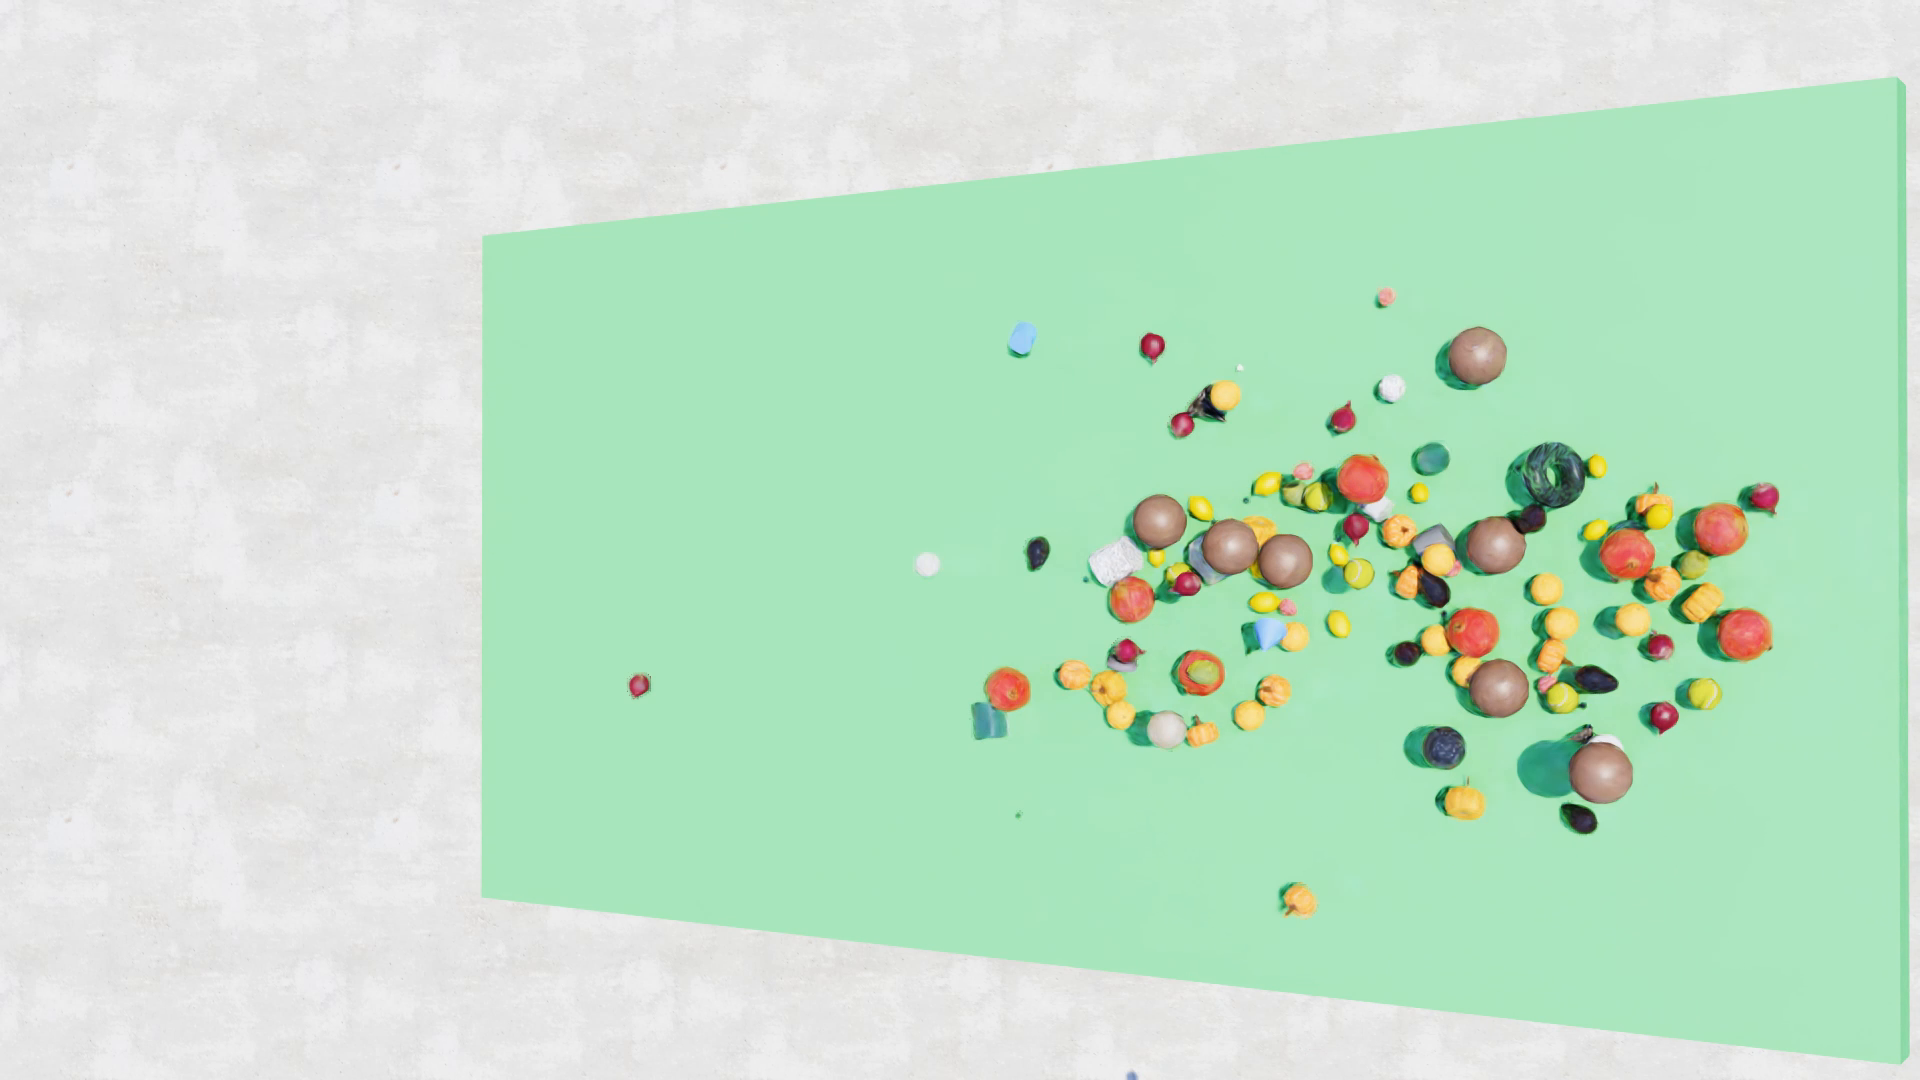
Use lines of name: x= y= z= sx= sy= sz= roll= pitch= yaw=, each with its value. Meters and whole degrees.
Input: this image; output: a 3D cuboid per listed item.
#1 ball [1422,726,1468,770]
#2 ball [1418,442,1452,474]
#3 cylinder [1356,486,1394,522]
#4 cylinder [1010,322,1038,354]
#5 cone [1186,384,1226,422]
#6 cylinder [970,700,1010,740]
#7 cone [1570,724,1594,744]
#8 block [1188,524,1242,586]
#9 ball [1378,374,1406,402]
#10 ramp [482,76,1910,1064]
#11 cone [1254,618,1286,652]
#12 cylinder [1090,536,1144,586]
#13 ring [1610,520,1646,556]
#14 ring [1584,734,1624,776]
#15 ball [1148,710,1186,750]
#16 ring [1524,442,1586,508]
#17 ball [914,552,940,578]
ball: x=1.068 y=0.459 z=4.850 sx=0.099 sy=0.099 sz=0.099 roll=0 pitch=90 yaw=0
ball: x=1.068 y=-0.185 z=4.952 sx=0.075 sy=0.075 sz=0.075 roll=0 pitch=90 yaw=0
cylinder: x=0.952 y=-0.081 z=5.036 sx=0.060 sy=0.060 sz=0.060 roll=-48 pitch=64 yaw=0
cylinder: x=0.159 y=-0.508 z=5.522 sx=0.059 sy=0.059 sz=0.059 roll=9 pitch=126 yaw=13
cone: x=0.606 y=-0.310 z=5.262 sx=0.090 sy=0.090 sz=0.090 roll=42 pitch=90 yaw=9
cylinder: x=0.078 y=0.458 z=5.584 sx=0.092 sy=0.092 sz=0.092 roll=-6 pitch=84 yaw=0
cone: x=1.344 y=0.427 z=4.759 sx=0.053 sy=0.053 sz=0.053 roll=-11 pitch=90 yaw=15
block: x=0.605 y=0.037 z=5.225 sx=0.088 sy=0.088 sz=0.088 roll=-34 pitch=66 yaw=-13
ball: x=0.985 y=-0.346 z=5.015 sx=0.063 sy=0.063 sz=0.063 roll=0 pitch=90 yaw=0
ramp: x=0.255 y=0.070 z=5.588 sx=4.000 sy=0.100 sz=2.000 roll=0 pitch=89 yaw=33
cone: x=0.702 y=0.232 z=5.030 sx=0.077 sy=0.077 sz=0.077 roll=24 pitch=49 yaw=0
cylinder: x=0.383 y=0.051 z=5.388 sx=0.094 sy=0.094 sz=0.094 roll=-30 pitch=90 yaw=30
ring: x=1.437 y=-0.004 z=4.735 sx=0.080 sy=0.027 sz=0.080 roll=2 pitch=94 yaw=32
ring: x=1.376 y=0.459 z=4.701 sx=0.094 sy=0.031 sz=0.094 roll=-5 pitch=105 yaw=-17
ball: x=0.468 y=0.429 z=4.974 sx=0.090 sy=0.090 sz=0.090 roll=0 pitch=90 yaw=0
ring: x=1.290 y=-0.142 z=4.770 sx=0.147 sy=0.049 sz=0.147 roll=2 pitch=84 yaw=-19
ball: x=-0.084 y=0.064 z=5.710 sx=0.067 sy=0.067 sz=0.067 roll=0 pitch=90 yaw=0
